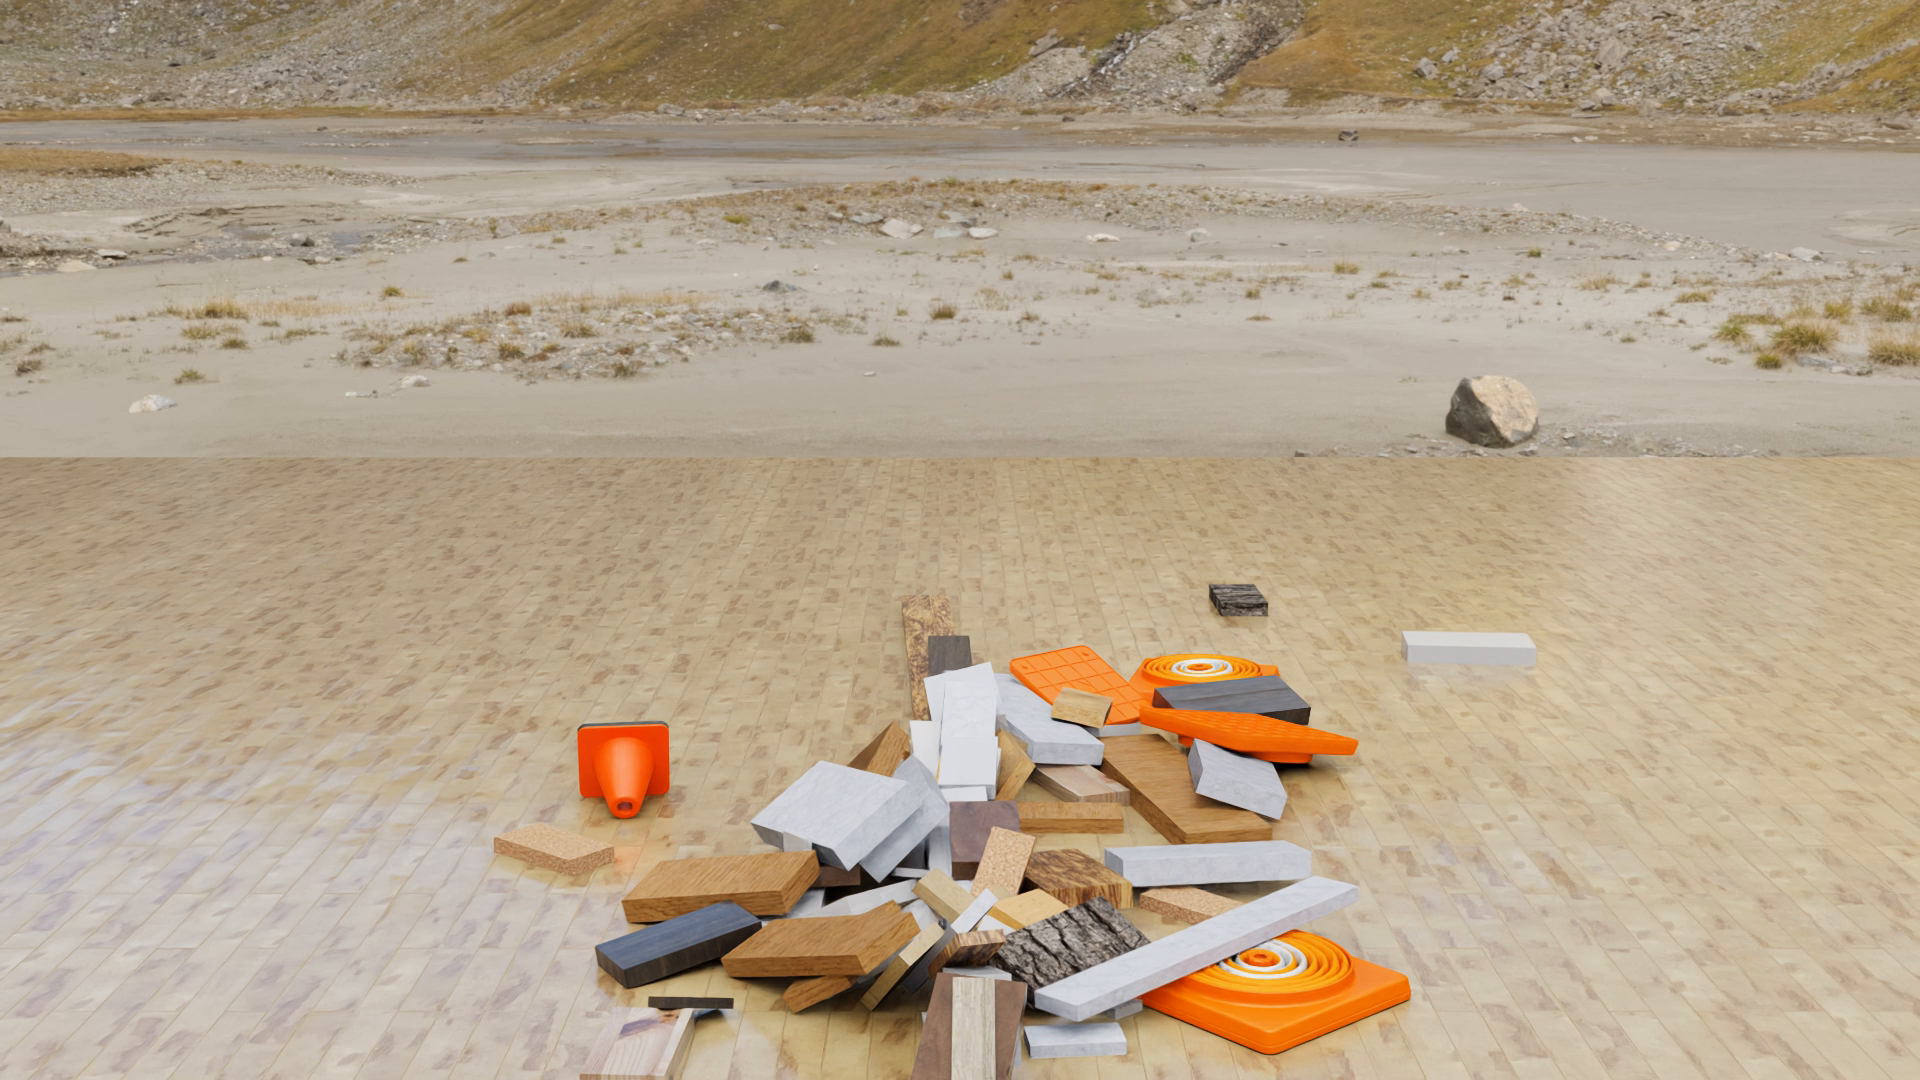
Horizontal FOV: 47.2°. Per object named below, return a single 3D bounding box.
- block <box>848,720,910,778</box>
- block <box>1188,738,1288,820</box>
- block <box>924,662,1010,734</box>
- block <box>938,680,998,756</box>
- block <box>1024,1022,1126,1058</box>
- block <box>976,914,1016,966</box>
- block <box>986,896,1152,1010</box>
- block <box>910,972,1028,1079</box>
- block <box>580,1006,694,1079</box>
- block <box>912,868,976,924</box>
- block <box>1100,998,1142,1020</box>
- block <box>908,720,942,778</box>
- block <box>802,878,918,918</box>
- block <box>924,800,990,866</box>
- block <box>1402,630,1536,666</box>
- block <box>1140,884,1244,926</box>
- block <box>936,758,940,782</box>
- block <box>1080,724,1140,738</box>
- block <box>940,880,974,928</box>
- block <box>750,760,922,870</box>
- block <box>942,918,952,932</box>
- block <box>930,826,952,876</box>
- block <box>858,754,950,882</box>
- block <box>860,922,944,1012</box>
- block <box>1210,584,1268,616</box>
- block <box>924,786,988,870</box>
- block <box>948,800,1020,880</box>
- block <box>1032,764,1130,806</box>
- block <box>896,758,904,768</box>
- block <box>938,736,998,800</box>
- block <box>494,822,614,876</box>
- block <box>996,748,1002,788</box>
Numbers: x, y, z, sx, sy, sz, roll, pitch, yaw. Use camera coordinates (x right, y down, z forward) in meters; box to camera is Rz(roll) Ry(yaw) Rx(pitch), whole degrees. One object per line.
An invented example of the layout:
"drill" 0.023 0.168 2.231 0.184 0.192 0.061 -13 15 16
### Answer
"block" -0.187 0.448 4.014 0.048 0.169 0.337 45 12 -3
"block" 0.516 0.445 4.121 0.159 0.045 0.318 18 6 1
"block" 0.011 0.333 4.452 0.143 0.041 0.286 -14 18 -1
"block" 0.016 0.351 4.265 0.102 0.029 0.204 7 33 -1
"block" 0.159 0.695 3.054 0.134 0.019 0.067 -1 11 -6
"block" 0.086 0.615 3.244 0.144 0.020 0.072 28 37 5
"block" 0.159 0.603 3.232 0.229 0.032 0.114 -15 40 -38
"block" 0.010 0.653 2.817 0.120 0.034 0.240 6 30 7
"block" -0.438 0.698 3.002 0.112 0.032 0.225 1 11 3
"block" 0.003 0.567 3.370 0.151 0.021 0.076 37 19 13
"block" 0.208 0.669 3.204 0.054 0.015 0.109 -9 14 -40
"block" -0.039 0.422 4.199 0.102 0.029 0.204 4 34 -9
"block" -0.159 0.575 3.426 0.109 0.031 0.219 -28 -13 25
"block" 0.001 0.506 3.888 0.102 0.029 0.204 1 27 7
"block" 1.230 0.261 5.324 0.301 0.043 0.151 1 11 5
"block" 0.385 0.596 3.569 0.085 0.024 0.170 -10 15 -44
"block" 0.004 0.473 4.014 0.102 0.029 0.204 0 33 5
"block" 0.295 0.394 4.528 0.081 0.023 0.163 -8 -7 35
"block" 0.007 0.592 3.487 0.076 0.021 0.151 0 27 0
"block" -0.213 0.461 3.710 0.169 0.048 0.338 -40 19 -22
"block" 0.010 0.608 3.401 0.076 0.021 0.151 6 25 12
"block" 0.008 0.551 3.641 0.117 0.033 0.233 0 24 0
"block" -0.109 0.474 3.786 0.169 0.048 0.337 -46 8 -1
"block" -0.082 0.610 3.143 0.023 0.162 0.081 45 50 10
"block" 0.744 0.160 5.886 0.123 0.035 0.246 0 11 -1
"block" -0.004 0.509 3.815 0.117 0.033 0.233 -4 27 -3
"block" 0.042 0.498 3.655 0.117 0.033 0.233 0 18 -1
"block" 0.232 0.472 4.222 0.107 0.030 0.214 -4 11 -22
"block" -0.078 0.464 4.272 0.099 0.028 0.197 -5 11 -23
"block" 0.016 0.415 4.019 0.102 0.029 0.204 0 19 2
"block" -0.712 0.541 3.853 0.202 0.029 0.101 9 14 39
"block" 0.016 0.459 4.088 0.102 0.029 0.204 1 33 7
